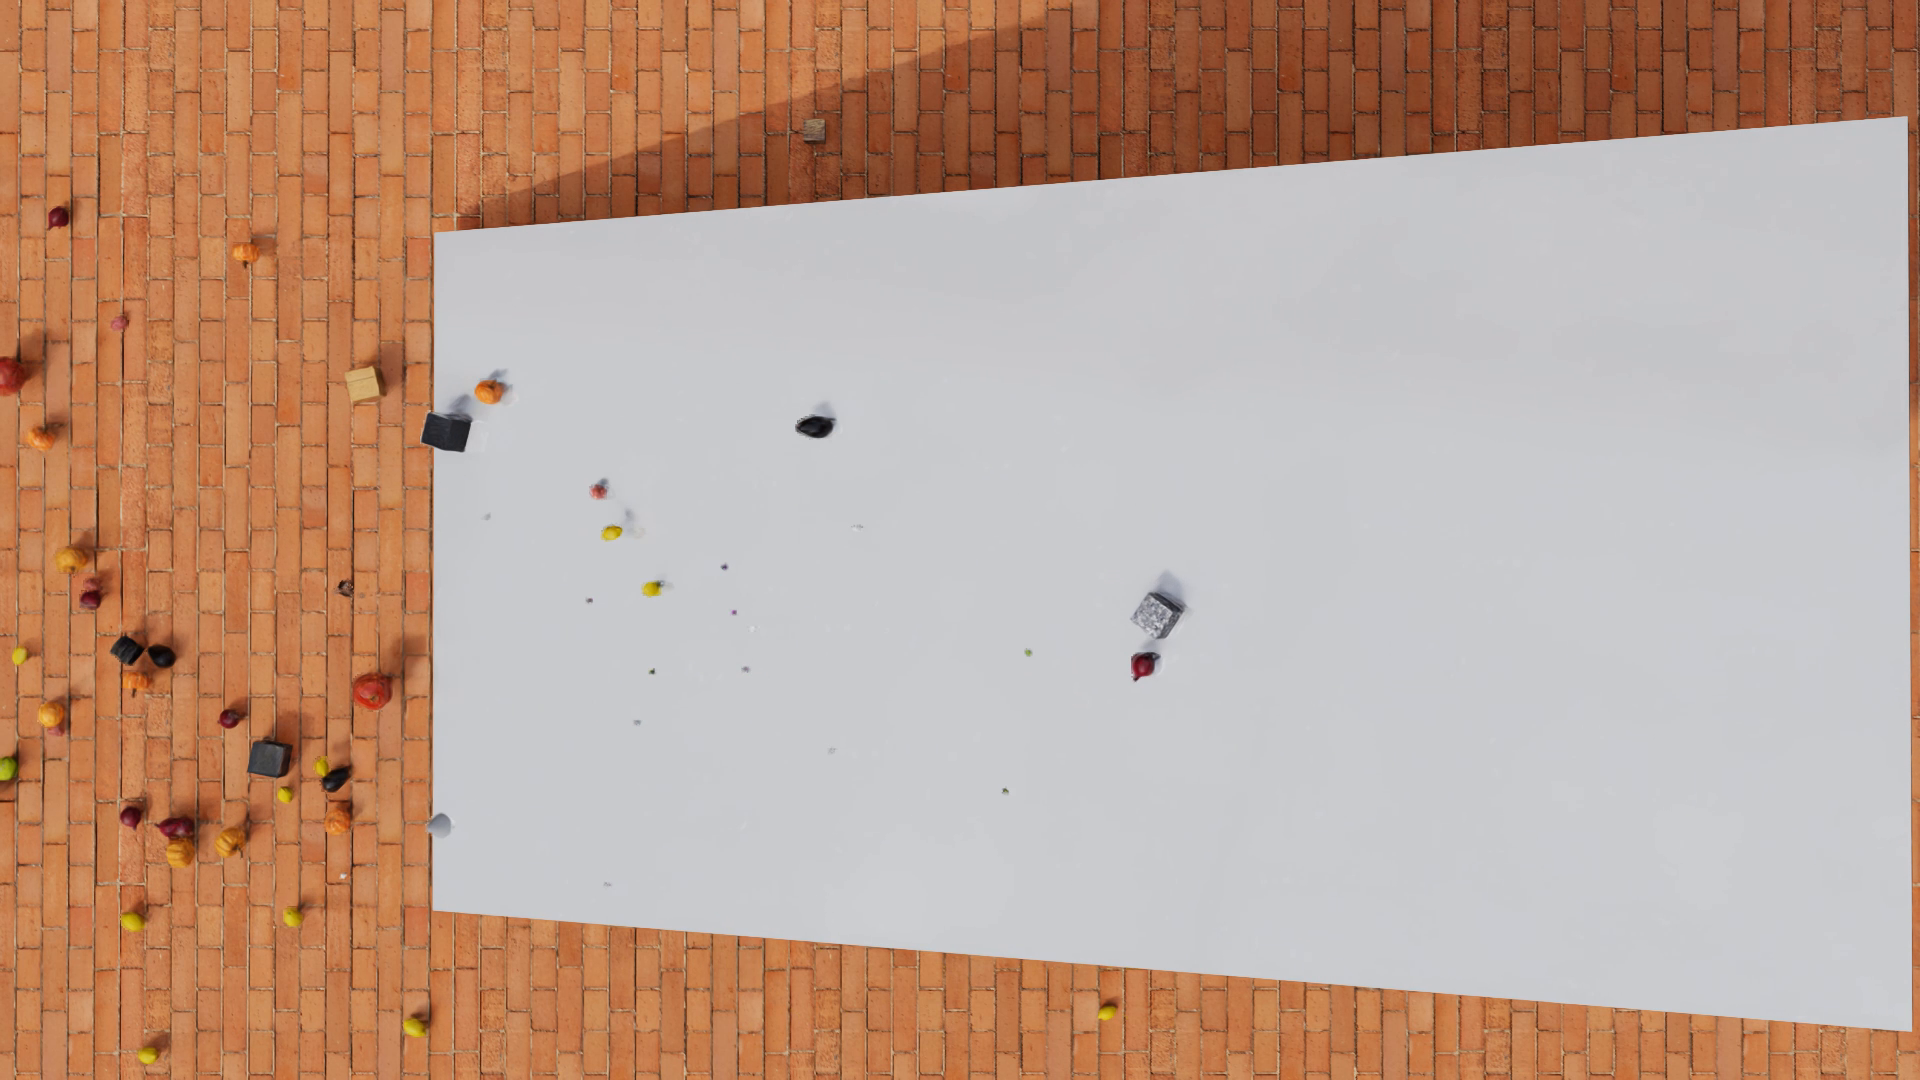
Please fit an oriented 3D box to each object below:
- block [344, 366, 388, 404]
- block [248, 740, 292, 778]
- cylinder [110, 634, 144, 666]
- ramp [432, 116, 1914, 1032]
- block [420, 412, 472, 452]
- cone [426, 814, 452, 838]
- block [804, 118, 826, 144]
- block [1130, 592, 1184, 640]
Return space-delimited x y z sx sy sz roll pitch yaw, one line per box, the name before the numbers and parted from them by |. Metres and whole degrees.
block | -1.767 -0.461 6.542 0.087 0.087 0.087 -14 89 0
block | -2.047 0.649 6.527 0.092 0.092 0.092 11 89 0
cylinder | -2.478 0.328 6.544 0.065 0.065 0.065 37 89 0
ramp | 0.282 0.082 5.692 4.000 0.100 2.000 0 89 25
block | -1.500 -0.315 6.419 0.091 0.091 0.091 19 97 24
cone | -1.541 0.841 6.434 0.074 0.074 0.074 0 89 25
block | -0.433 -1.219 6.563 0.064 0.064 0.064 -1 89 0
block | 0.491 0.190 5.493 0.082 0.082 0.082 38 105 20
